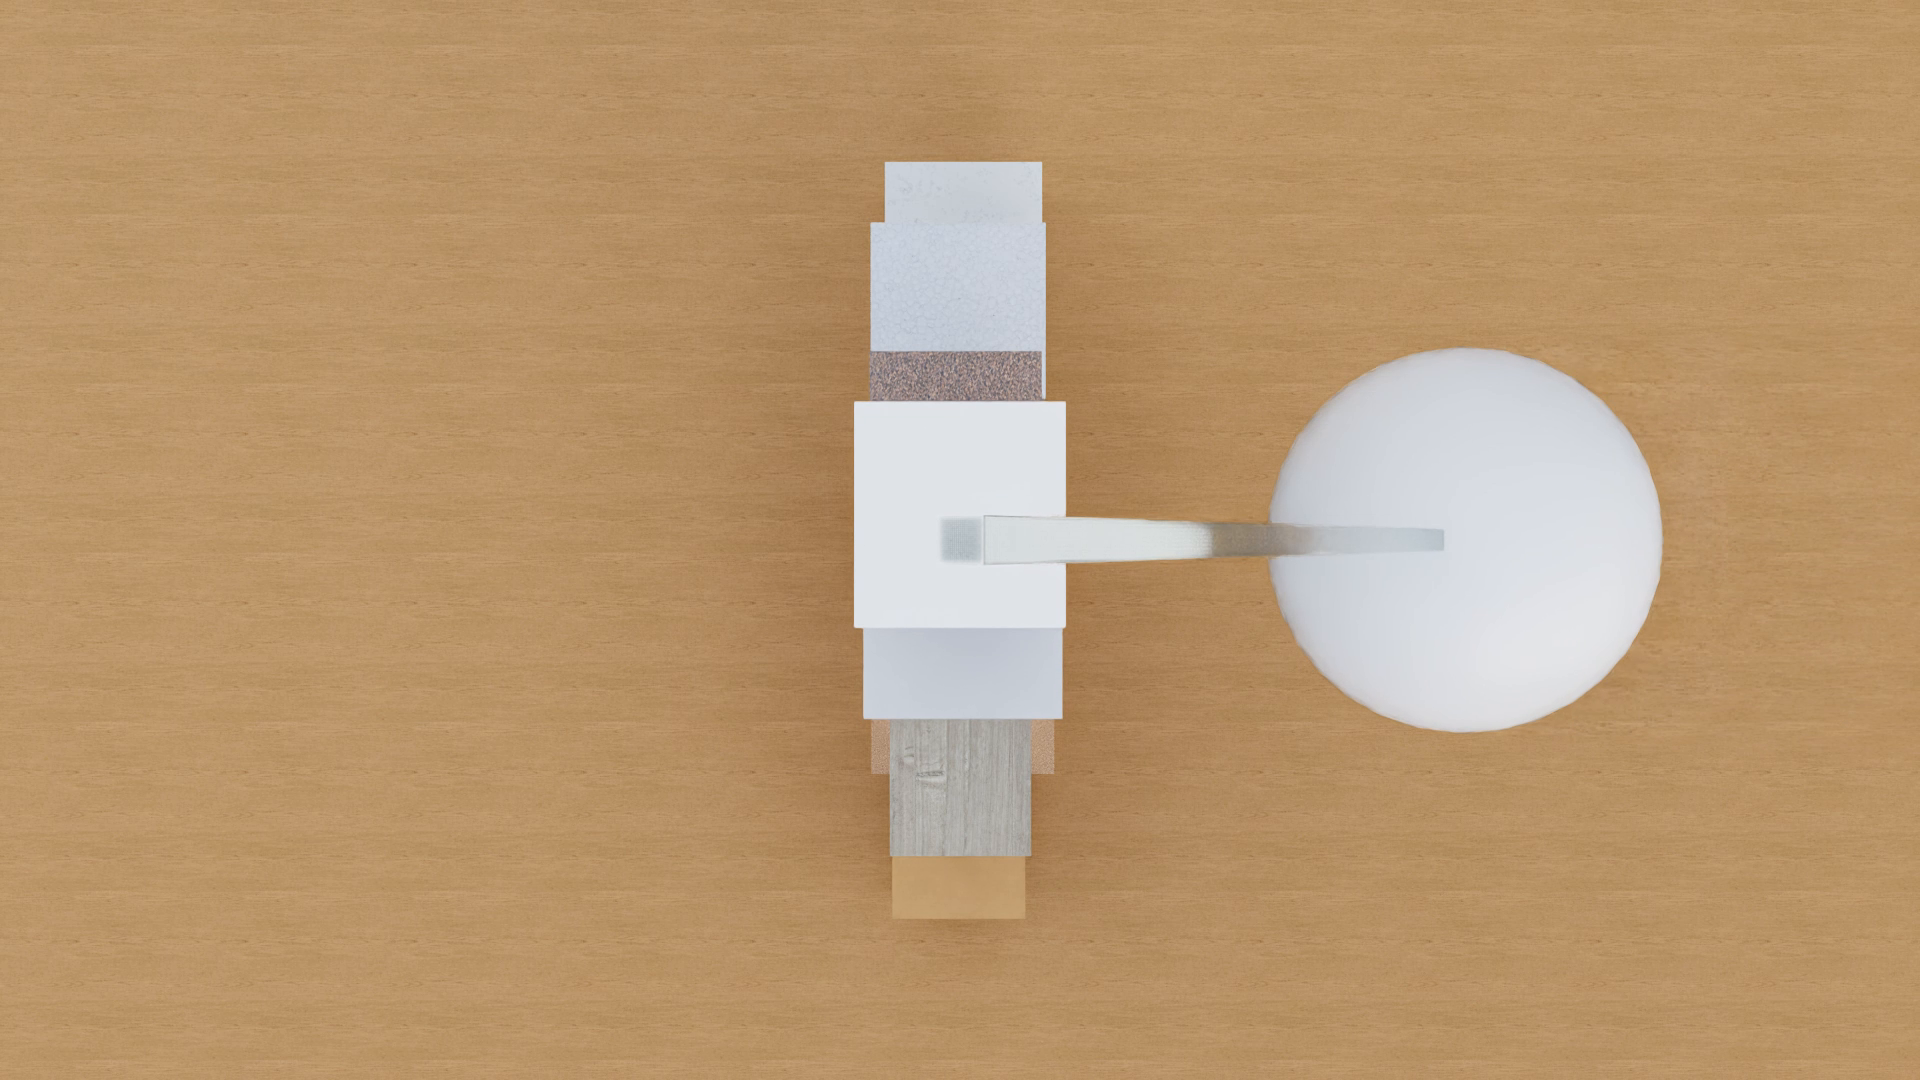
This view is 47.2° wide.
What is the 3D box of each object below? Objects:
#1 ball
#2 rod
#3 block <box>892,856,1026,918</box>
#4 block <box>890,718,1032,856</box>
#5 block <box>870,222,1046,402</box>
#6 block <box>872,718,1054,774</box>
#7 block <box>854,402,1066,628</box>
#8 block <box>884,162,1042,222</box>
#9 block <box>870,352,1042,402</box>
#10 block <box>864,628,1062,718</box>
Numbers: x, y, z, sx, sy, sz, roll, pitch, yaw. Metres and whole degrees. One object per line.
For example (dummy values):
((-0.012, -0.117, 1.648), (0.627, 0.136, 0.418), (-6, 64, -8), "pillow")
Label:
((2.074, 0.000, 9.108), (1.600, 1.600, 1.600), (0, 90, 0), "ball")
((0.899, 0.000, 5.918), (0.080, 5.200, 0.080), (0, 90, 20), "rod")
((-0.006, 1.695, 12.585), (0.736, 0.831, 0.801), (0, 90, 0), "block")
((0.002, 1.239, 11.712), (0.729, 0.719, 0.787), (0, 90, 0), "block")
((-0.009, -1.179, 11.724), (0.899, 0.828, 0.907), (0, 90, 0), "block")
((0.016, 0.850, 12.536), (1.005, 0.929, 0.869), (0, 90, 0), "block")
((0.000, -0.077, 7.472), (0.686, 0.670, 0.734), (0, 89, 0), "block")
((0.020, -1.674, 12.595), (0.871, 0.810, 0.844), (0, 90, 0), "block")
((-0.019, -0.479, 10.294), (0.780, 0.711, 0.740), (0, 89, 0), "block")
((0.013, 0.344, 10.130), (0.881, 0.745, 0.910), (0, 89, 0), "block")
